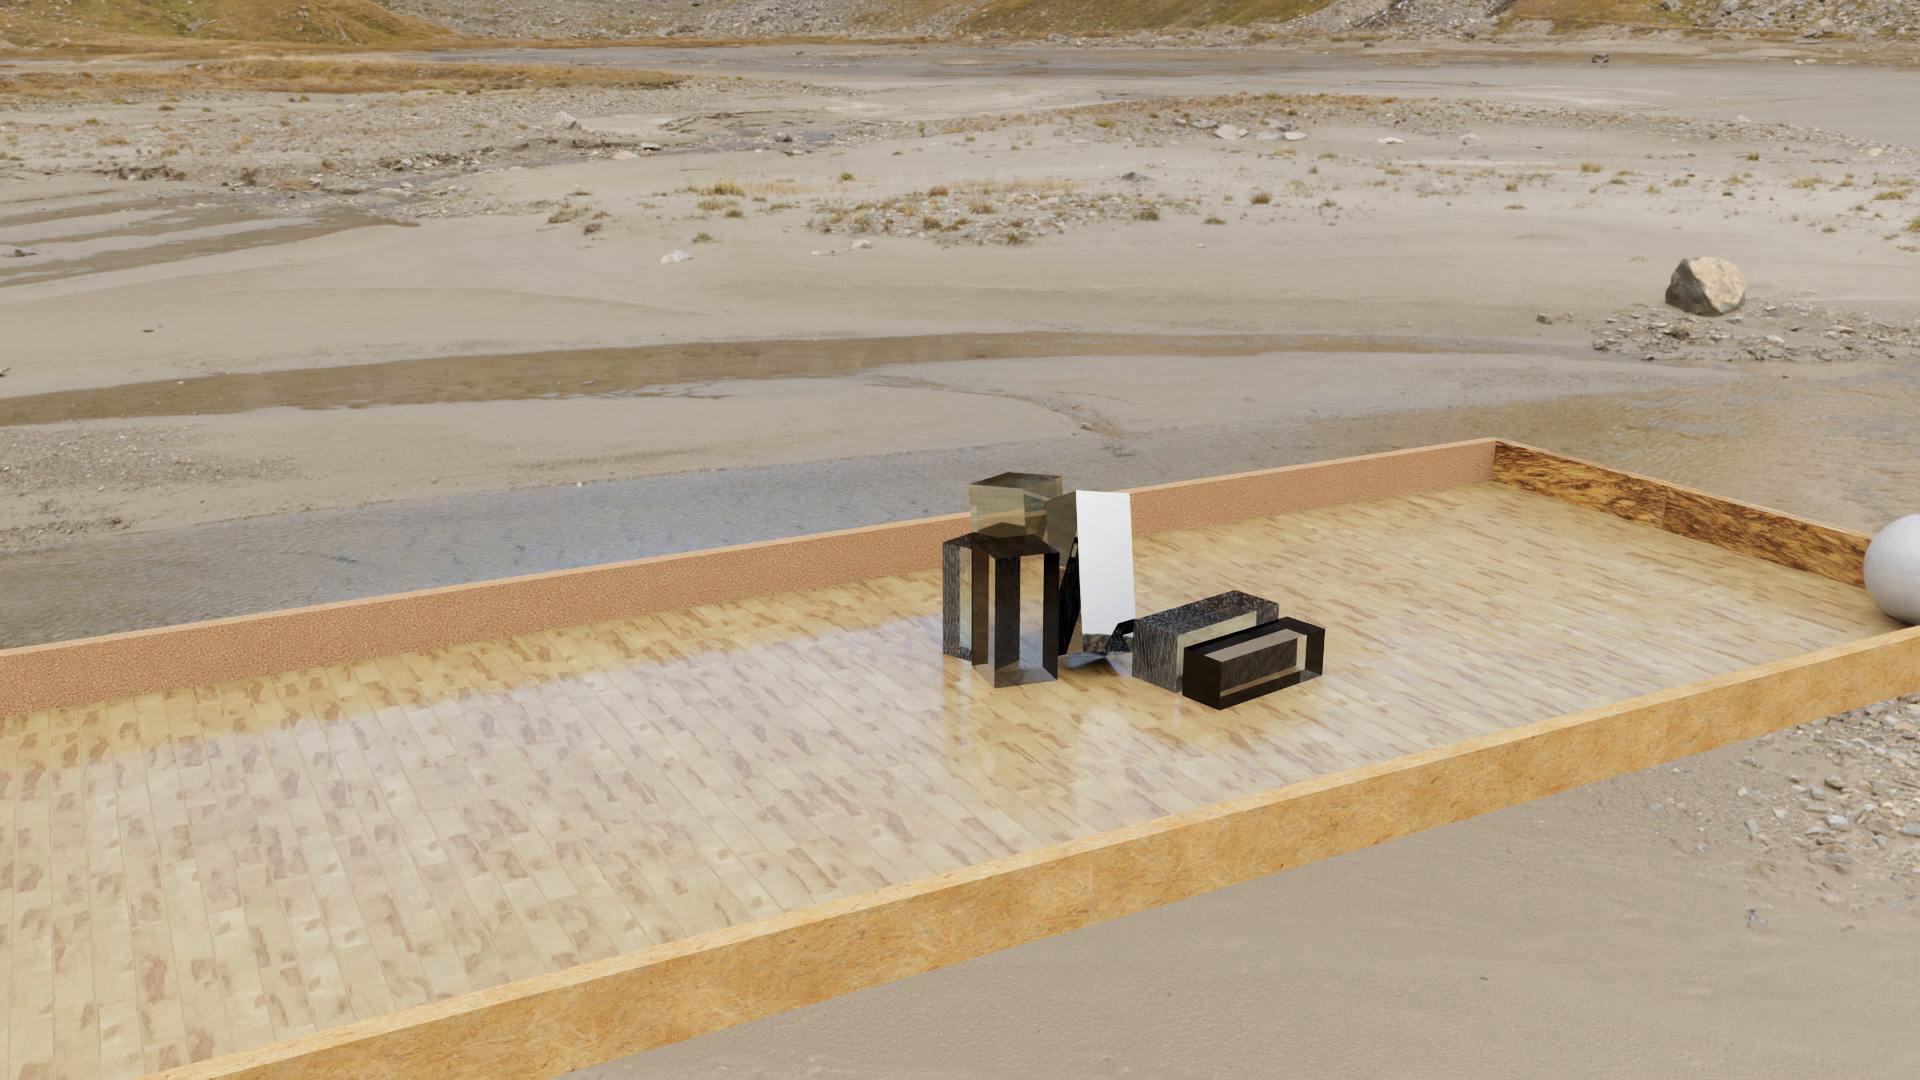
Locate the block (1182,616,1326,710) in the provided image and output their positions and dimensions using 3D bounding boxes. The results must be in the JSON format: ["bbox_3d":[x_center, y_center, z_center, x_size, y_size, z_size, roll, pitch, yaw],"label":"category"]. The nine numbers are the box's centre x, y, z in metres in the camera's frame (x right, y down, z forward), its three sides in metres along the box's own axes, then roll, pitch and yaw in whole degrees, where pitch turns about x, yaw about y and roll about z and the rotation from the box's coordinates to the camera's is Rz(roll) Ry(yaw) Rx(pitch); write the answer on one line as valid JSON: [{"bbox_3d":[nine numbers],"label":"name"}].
[{"bbox_3d":[0.732,0.303,4.102,0.378,0.125,0.125,-13,21,-37],"label":"block"}]

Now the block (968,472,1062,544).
[{"bbox_3d":[0.160,0.052,4.386,0.176,0.430,0.176,6,16,38],"label":"block"}]

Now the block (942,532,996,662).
[{"bbox_3d":[0.044,0.150,4.303,0.127,0.305,0.127,13,21,37],"label":"block"}]

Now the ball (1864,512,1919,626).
[{"bbox_3d":[2.656,0.081,4.523,0.314,0.314,0.314,0,16,0],"label":"ball"}]

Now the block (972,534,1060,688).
[{"bbox_3d":[0.137,0.177,4.154,0.170,0.337,0.170,-6,17,-18],"label":"block"}]

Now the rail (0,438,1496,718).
[{"bbox_3d":[-3.305,0.497,3.399,12.000,0.150,0.050,-9,18,-27],"label":"rail"}]

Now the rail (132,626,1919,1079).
[{"bbox_3d":[-2.336,1.006,1.665,12.000,0.150,0.050,-9,18,-27],"label":"rail"}]

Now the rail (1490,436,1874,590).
[{"bbox_3d":[2.466,-0.048,5.253,0.050,0.150,2.100,-9,18,-27],"label":"rail"}]

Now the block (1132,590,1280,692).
[{"bbox_3d":[0.630,0.255,4.220,0.381,0.151,0.151,-13,21,-38],"label":"block"}]

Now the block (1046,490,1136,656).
[{"bbox_3d":[0.336,0.091,4.239,0.158,0.407,0.158,2,-9,-26],"label":"block"}]
